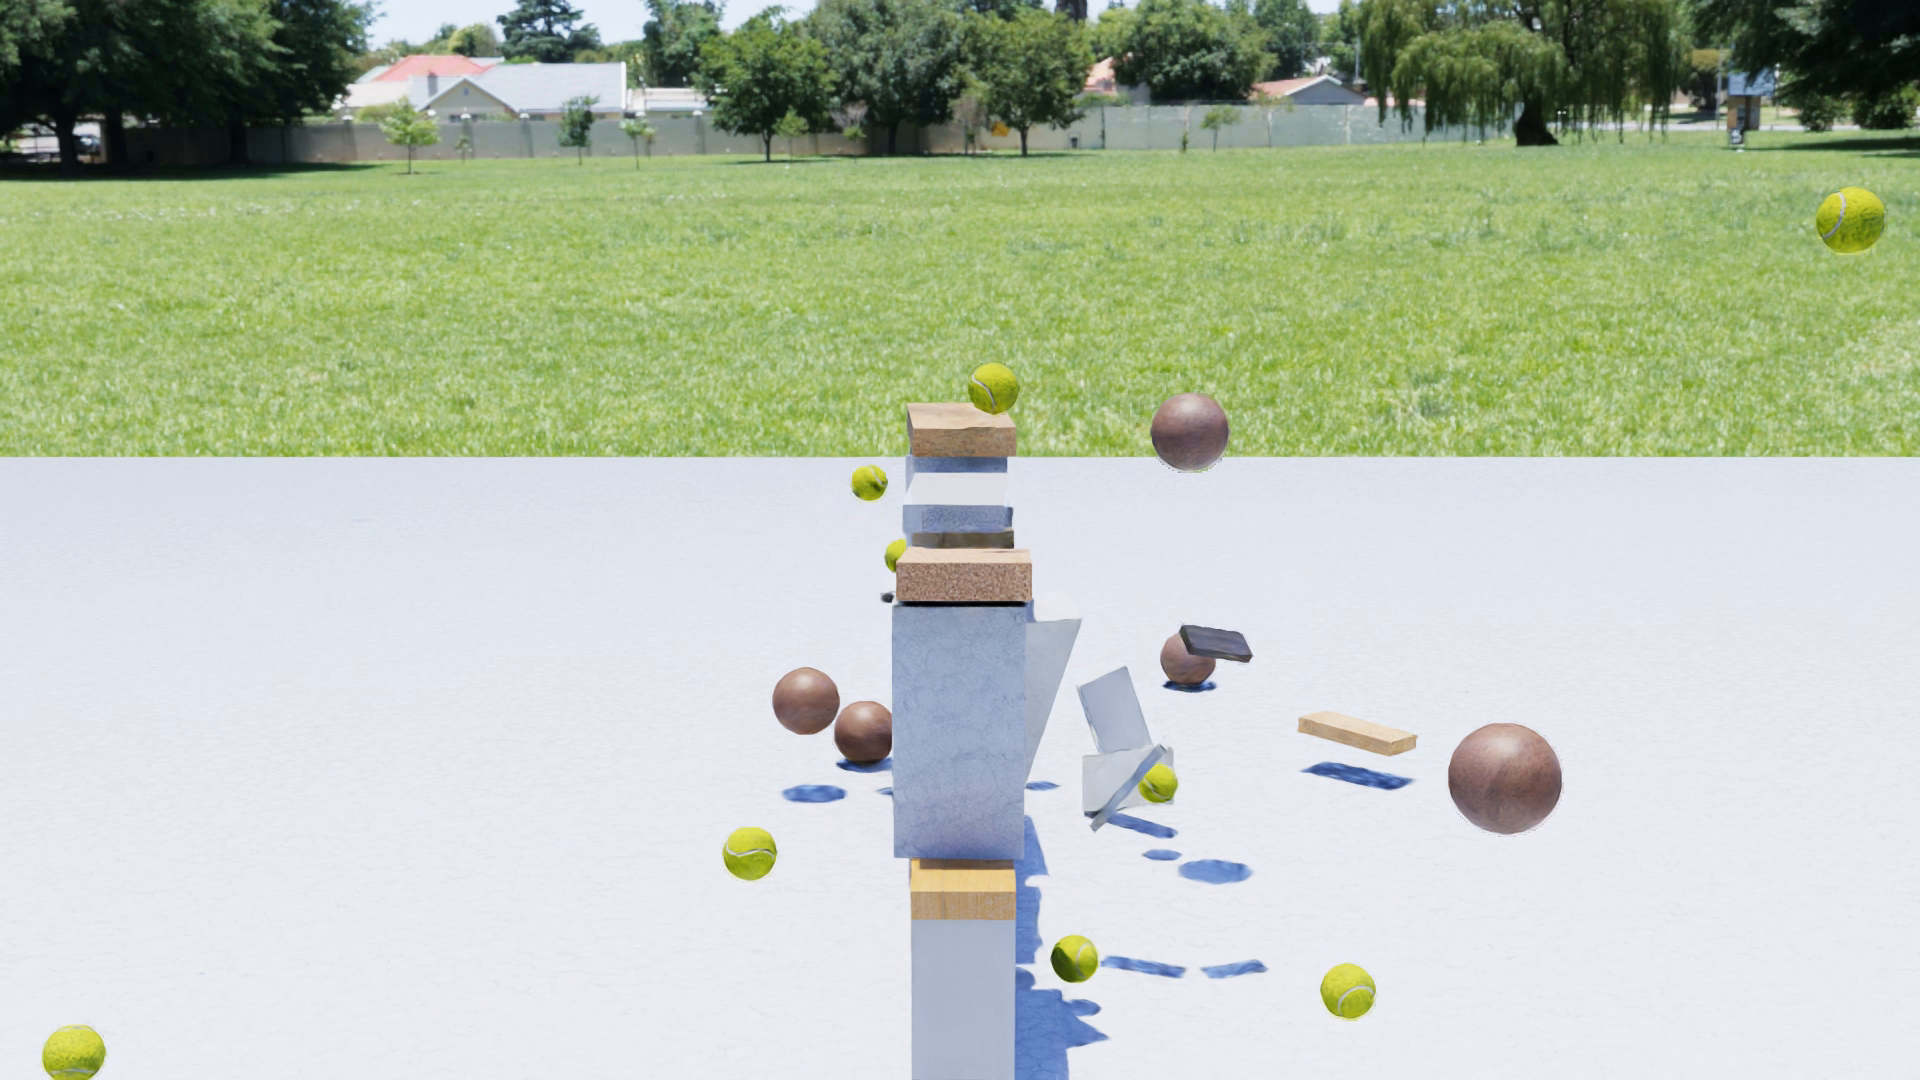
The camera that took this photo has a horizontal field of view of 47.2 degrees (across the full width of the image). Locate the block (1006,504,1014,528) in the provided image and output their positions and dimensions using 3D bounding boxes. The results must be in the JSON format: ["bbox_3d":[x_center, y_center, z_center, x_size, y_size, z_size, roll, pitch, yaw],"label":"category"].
[{"bbox_3d":[0.008,0.094,3.550,0.152,0.304,0.043,0,9,0],"label":"block"}]

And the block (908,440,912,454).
[{"bbox_3d":[-0.003,-0.012,3.881,0.169,0.338,0.048,-1,2,-3],"label":"block"}]

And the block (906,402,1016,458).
[{"bbox_3d":[-0.002,-0.192,3.780,0.169,0.048,0.338,-1,11,-3],"label":"block"}]

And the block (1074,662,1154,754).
[{"bbox_3d":[0.306,0.353,4.308,0.104,0.208,0.029,-24,18,-13],"label":"block"}]

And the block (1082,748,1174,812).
[{"bbox_3d":[0.307,0.440,4.029,0.029,0.104,0.208,12,-16,-39],"label":"block"}]

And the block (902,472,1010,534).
[{"bbox_3d":[-0.003,-0.060,3.426,0.152,0.043,0.304,0,11,3],"label":"block"}]

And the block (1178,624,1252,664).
[{"bbox_3d":[0.377,0.152,3.236,0.103,0.015,0.051,9,37,-24],"label":"block"}]

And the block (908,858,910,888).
[{"bbox_3d":[-0.003,0.417,3.684,0.167,0.335,0.047,0,10,0],"label":"block"}]

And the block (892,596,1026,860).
[{"bbox_3d":[-0.001,0.247,2.889,0.173,0.346,0.049,0,14,2],"label":"block"}]

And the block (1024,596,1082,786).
[{"bbox_3d":[0.036,0.243,3.043,0.173,0.374,0.049,-4,39,-27],"label":"block"}]

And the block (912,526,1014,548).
[{"bbox_3d":[0.003,0.133,3.343,0.152,0.304,0.043,0,11,-2],"label":"block"}]

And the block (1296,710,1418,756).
[{"bbox_3d":[0.780,0.379,4.324,0.208,0.029,0.104,14,13,39],"label":"block"}]

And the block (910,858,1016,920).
[{"bbox_3d":[0.004,0.439,2.916,0.134,0.038,0.267,0,11,0],"label":"block"}]

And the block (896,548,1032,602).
[{"bbox_3d":[0.008,0.045,2.962,0.173,0.049,0.346,1,3,1],"label":"block"}]

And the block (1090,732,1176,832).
[{"bbox_3d":[0.257,0.362,3.291,0.015,0.183,0.051,40,25,5],"label":"block"}]

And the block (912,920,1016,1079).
[{"bbox_3d":[0.004,0.605,2.857,0.134,0.267,0.038,0,11,0],"label":"block"}]

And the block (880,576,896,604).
[{"bbox_3d":[-0.068,0.099,4.610,0.184,0.026,0.092,-3,21,12],"label":"block"}]

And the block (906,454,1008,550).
[{"bbox_3d":[-0.006,0.028,3.667,0.169,0.338,0.048,0,1,1],"label":"block"}]

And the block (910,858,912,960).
[{"bbox_3d":[0.002,0.486,3.371,0.156,0.312,0.044,0,10,0],"label":"block"}]
